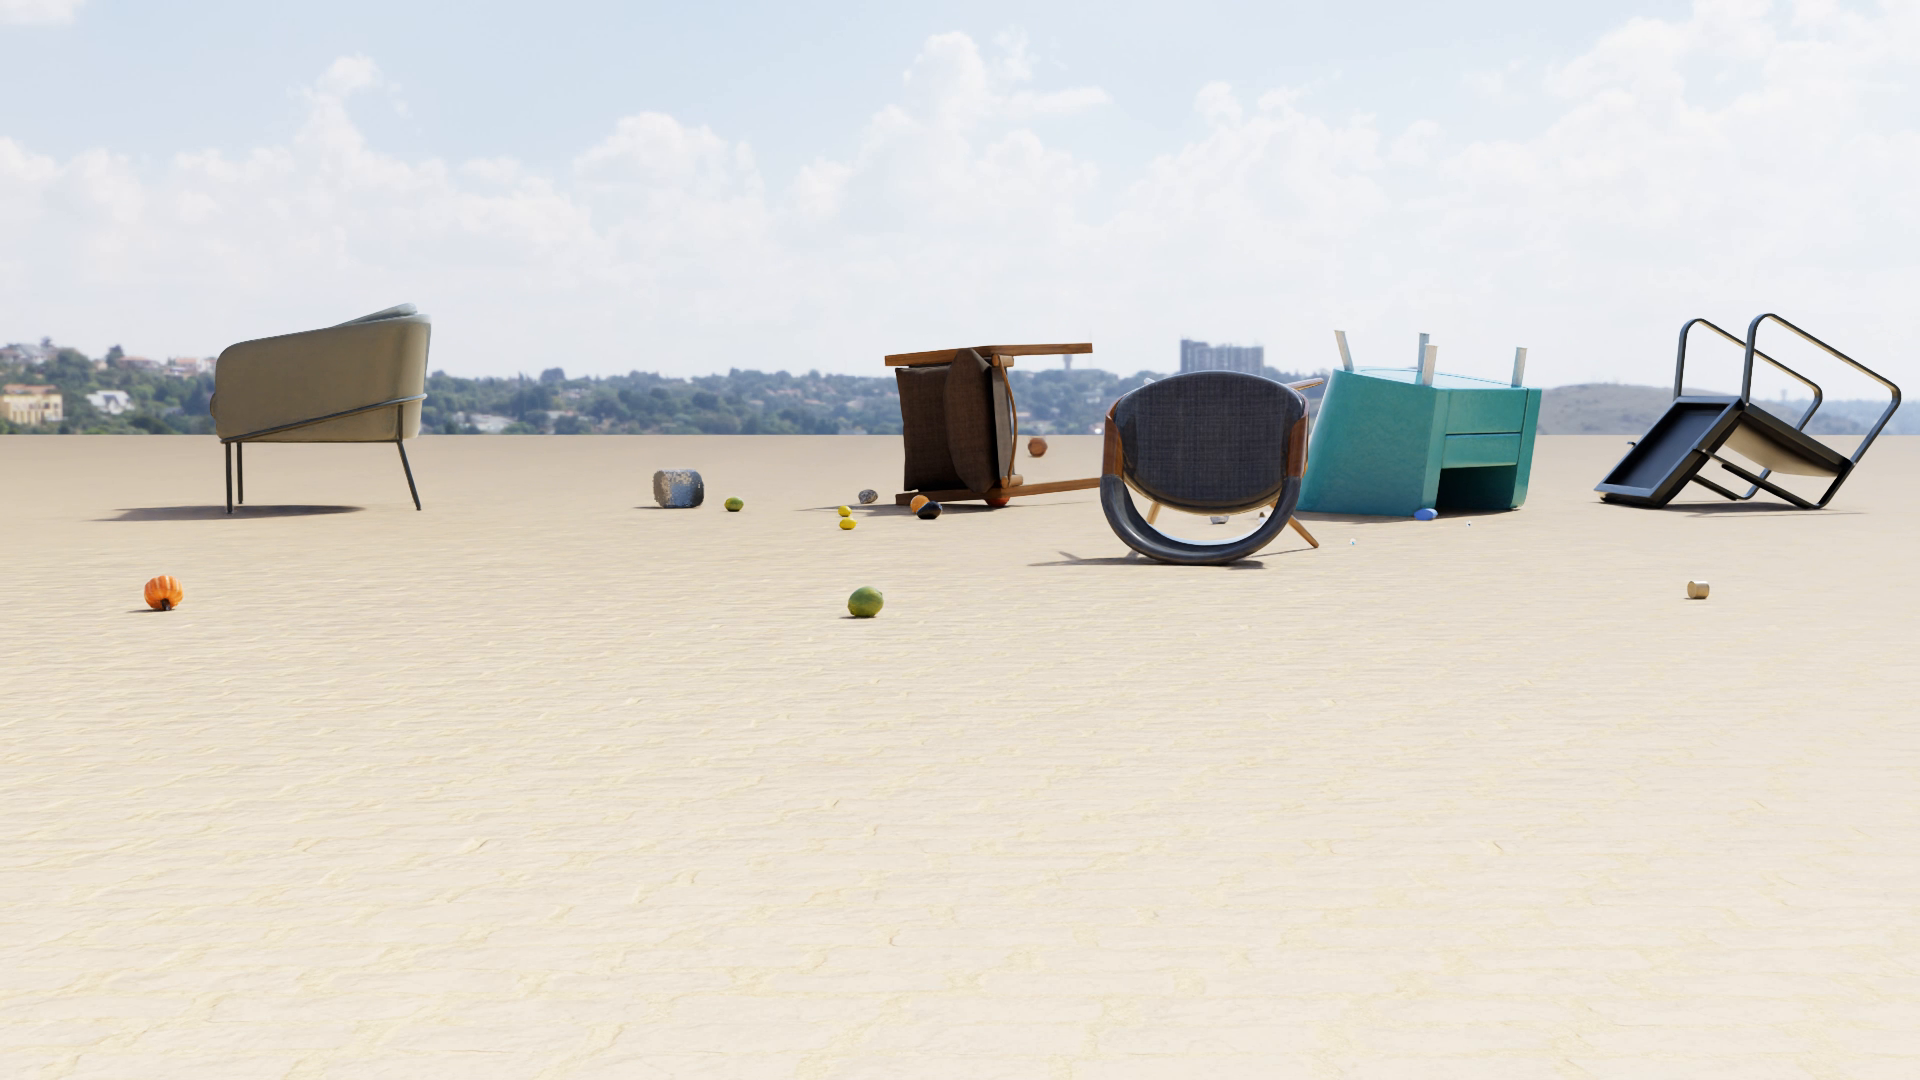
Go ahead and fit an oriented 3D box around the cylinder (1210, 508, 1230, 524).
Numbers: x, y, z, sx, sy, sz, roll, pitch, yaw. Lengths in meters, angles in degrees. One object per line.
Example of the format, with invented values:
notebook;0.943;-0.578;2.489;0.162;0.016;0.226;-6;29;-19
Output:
cylinder;0.866;-0.079;7.338;0.046;0.049;0.045;-1;11;-43

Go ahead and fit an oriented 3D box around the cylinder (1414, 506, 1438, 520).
cylinder;1.599;-0.088;7.549;0.066;0.038;0.061;-8;15;33

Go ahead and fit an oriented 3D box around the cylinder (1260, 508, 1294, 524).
cylinder;1.053;-0.074;7.318;0.105;0.043;0.048;-14;24;-21

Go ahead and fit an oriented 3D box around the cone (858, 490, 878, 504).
cone;-0.373;-0.156;8.613;0.082;0.056;0.113;-6;18;15

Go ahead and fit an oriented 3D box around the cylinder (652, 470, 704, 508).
cylinder;-1.073;-0.196;8.378;0.132;0.137;0.210;-2;14;-27
